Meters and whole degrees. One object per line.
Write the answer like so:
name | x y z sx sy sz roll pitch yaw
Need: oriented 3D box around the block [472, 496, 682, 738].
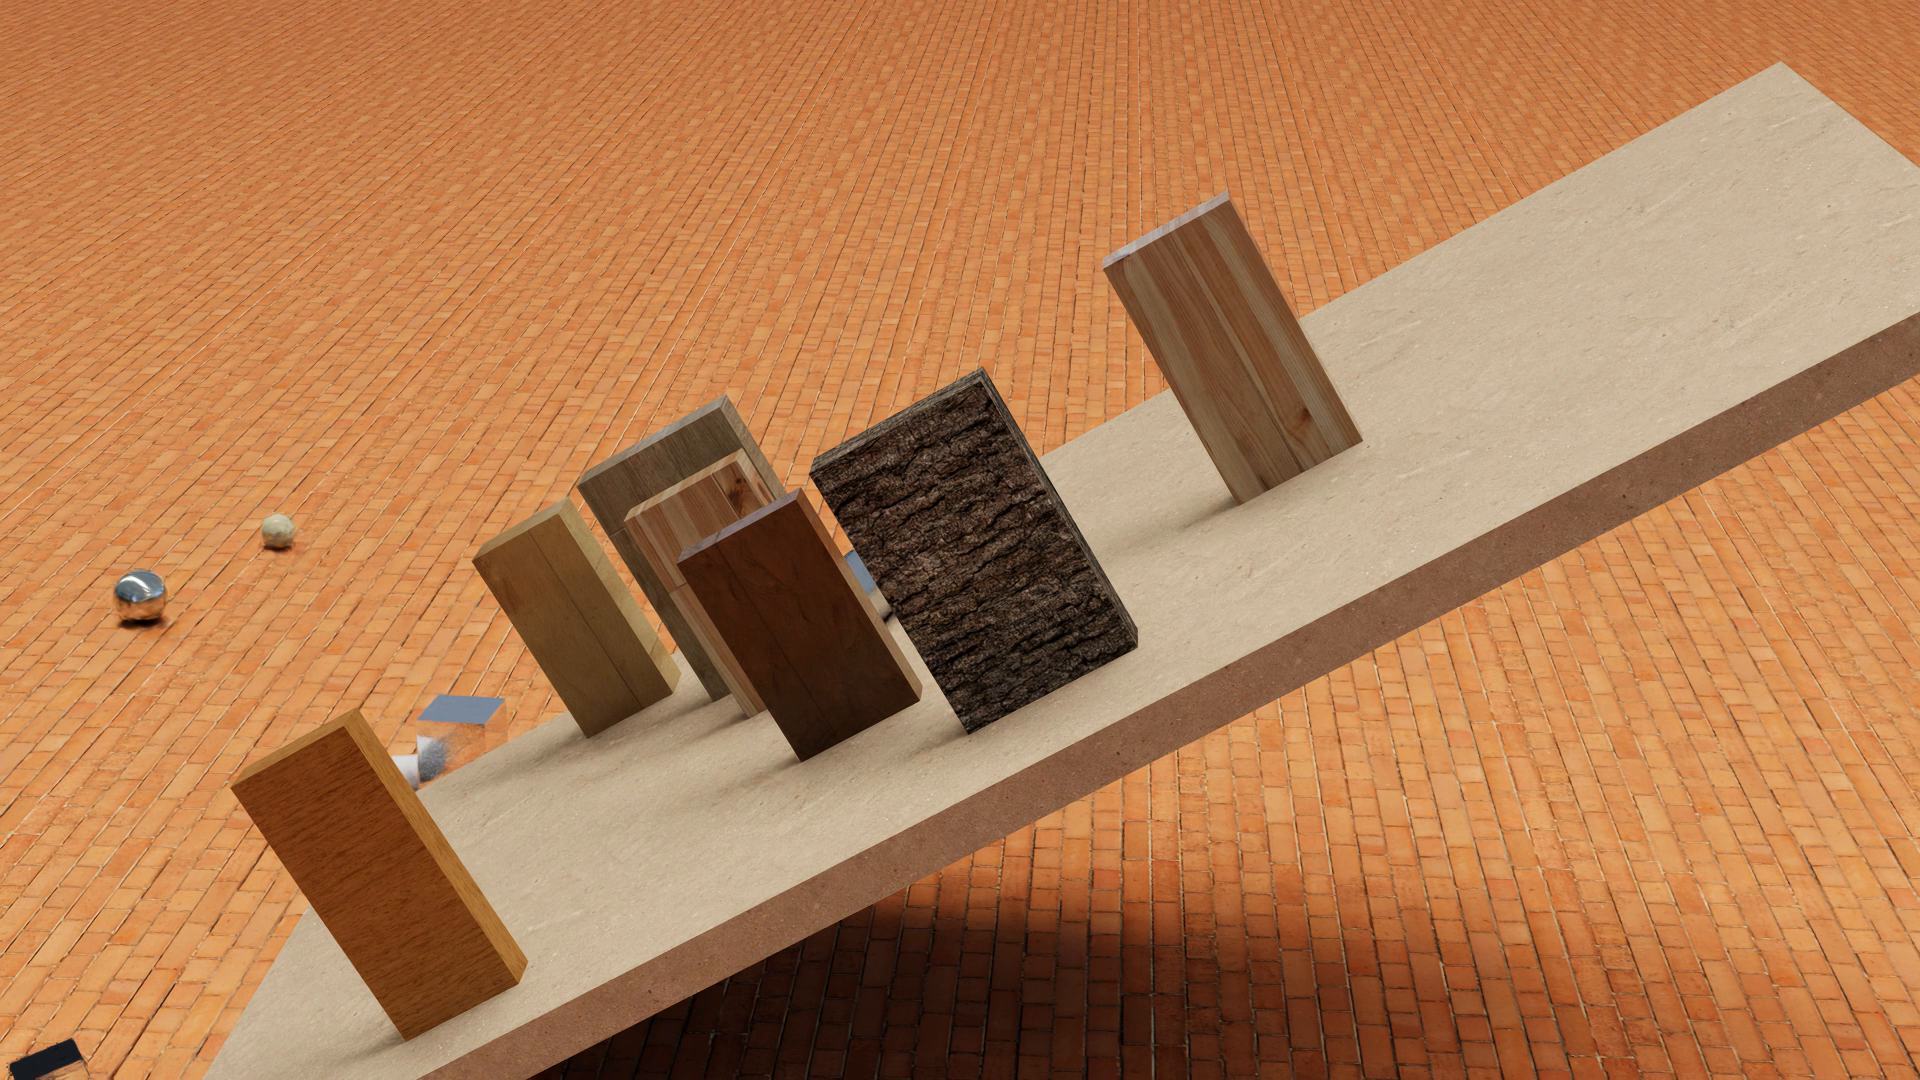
block | -0.924 0.188 7.112 0.247 0.521 0.137 -28 15 12

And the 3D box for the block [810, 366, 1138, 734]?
block | 0.030 0.024 5.580 0.371 0.599 0.103 -28 15 12

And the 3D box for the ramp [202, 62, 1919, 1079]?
ramp | 0.142 0.168 6.284 4.000 0.100 2.000 -28 15 12

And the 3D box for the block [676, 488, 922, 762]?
block | -0.324 0.175 6.003 0.284 0.493 0.085 -28 15 12

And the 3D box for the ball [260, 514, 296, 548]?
ball | -2.315 -0.029 9.990 0.117 0.117 0.117 0 18 0

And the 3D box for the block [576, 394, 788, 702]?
block | -0.552 0.021 6.760 0.384 0.600 0.115 -28 15 12

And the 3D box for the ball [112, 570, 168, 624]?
ball | -2.585 0.180 9.281 0.169 0.169 0.169 0 18 0

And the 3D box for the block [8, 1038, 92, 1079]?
block | -1.927 1.180 6.280 0.143 0.143 0.143 -22 25 -20

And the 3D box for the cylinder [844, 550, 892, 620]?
cylinder | -0.241 0.133 6.634 0.167 0.167 0.167 10 34 27

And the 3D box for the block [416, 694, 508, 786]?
block | -1.370 0.557 8.112 0.194 0.194 0.194 3 19 8

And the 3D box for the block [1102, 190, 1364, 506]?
block | 0.553 -0.386 5.960 0.287 0.569 0.099 -28 15 12

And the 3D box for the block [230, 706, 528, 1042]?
block | -1.132 0.658 5.756 0.267 0.621 0.098 -28 15 12

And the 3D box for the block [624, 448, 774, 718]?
block | -0.474 0.098 6.494 0.292 0.527 0.093 -28 15 12
